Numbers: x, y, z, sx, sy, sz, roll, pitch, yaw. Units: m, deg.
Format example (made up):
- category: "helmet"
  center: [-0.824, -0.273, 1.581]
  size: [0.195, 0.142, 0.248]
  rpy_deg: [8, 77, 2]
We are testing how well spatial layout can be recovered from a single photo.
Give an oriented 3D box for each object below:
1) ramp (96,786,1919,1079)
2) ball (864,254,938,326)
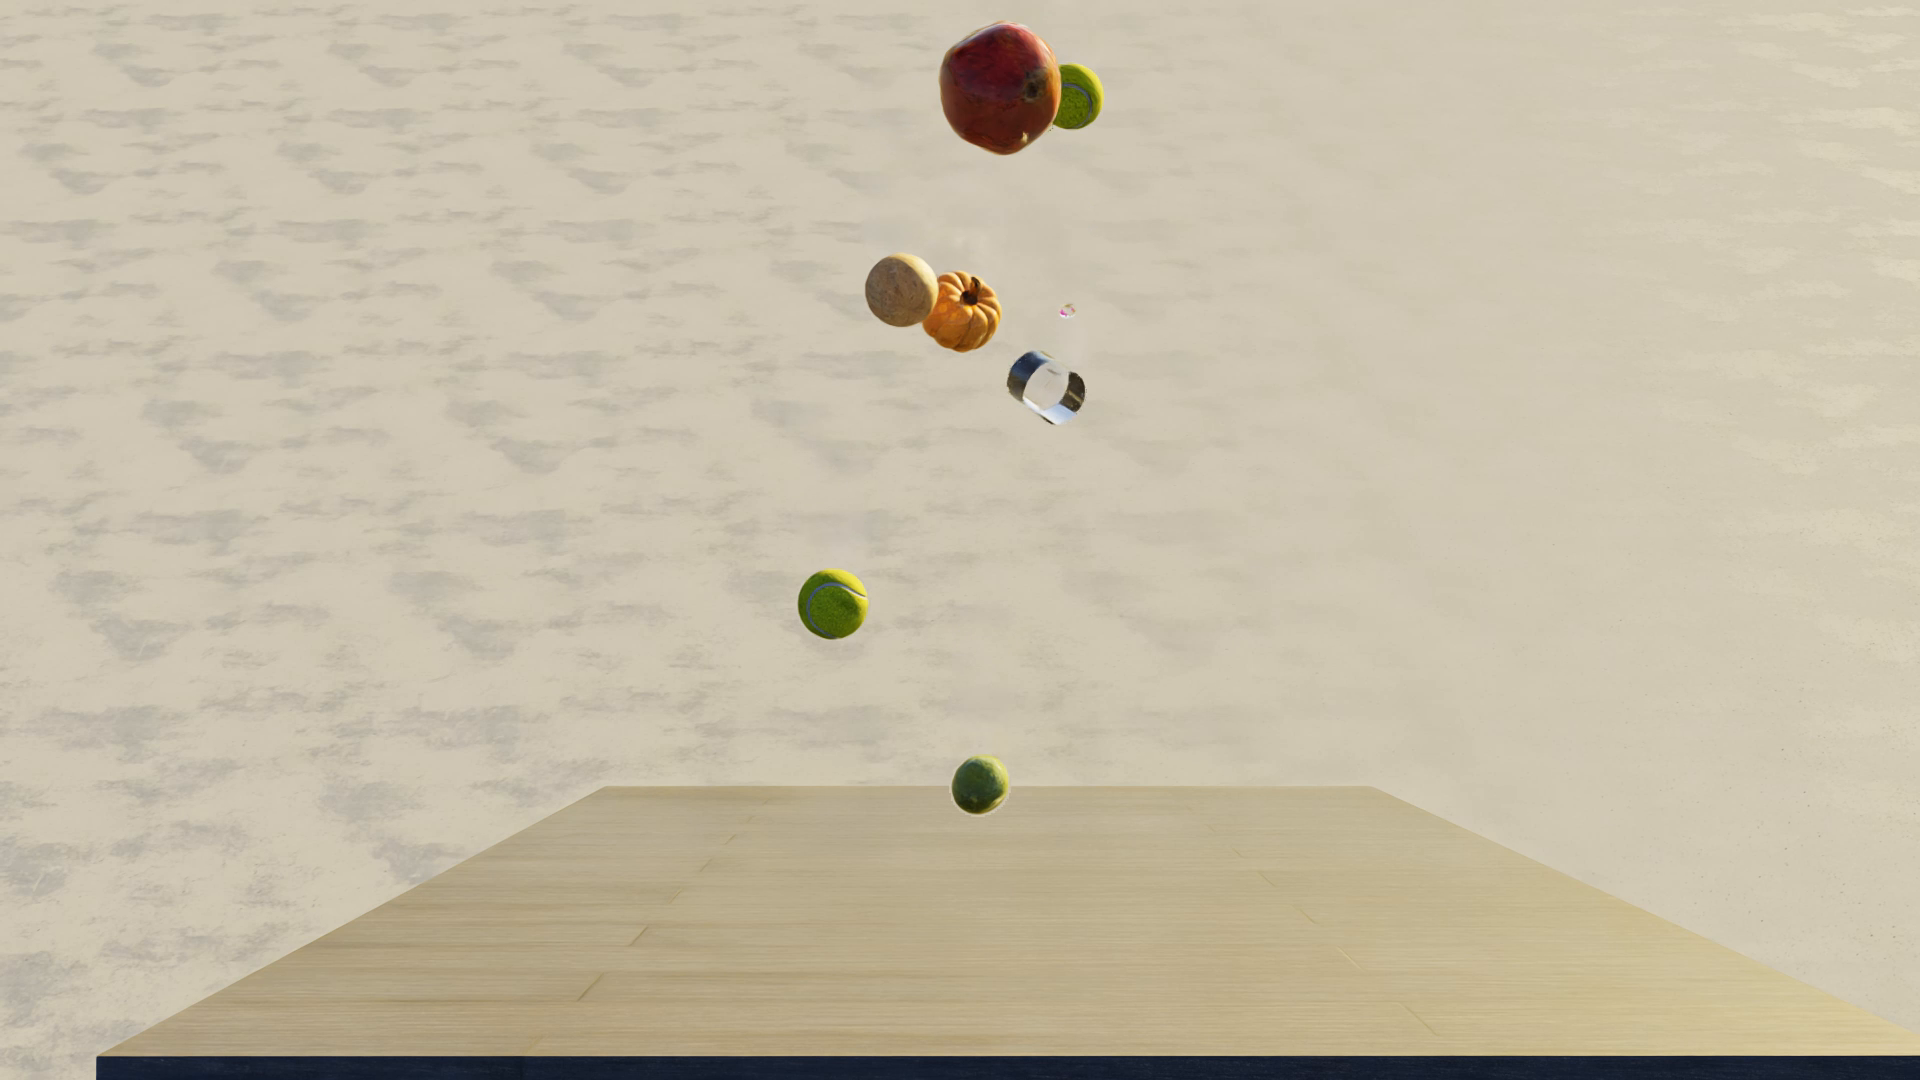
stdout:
- category: "ramp"
  center: [0.074, 0.647, 4.777]
  size: [2.000, 0.100, 4.000]
  rpy_deg: [0, -1, 0]
- category: "ball"
  center: [-0.061, -0.262, 2.725]
  size: [0.077, 0.077, 0.077]
  rpy_deg: [0, 34, 0]
